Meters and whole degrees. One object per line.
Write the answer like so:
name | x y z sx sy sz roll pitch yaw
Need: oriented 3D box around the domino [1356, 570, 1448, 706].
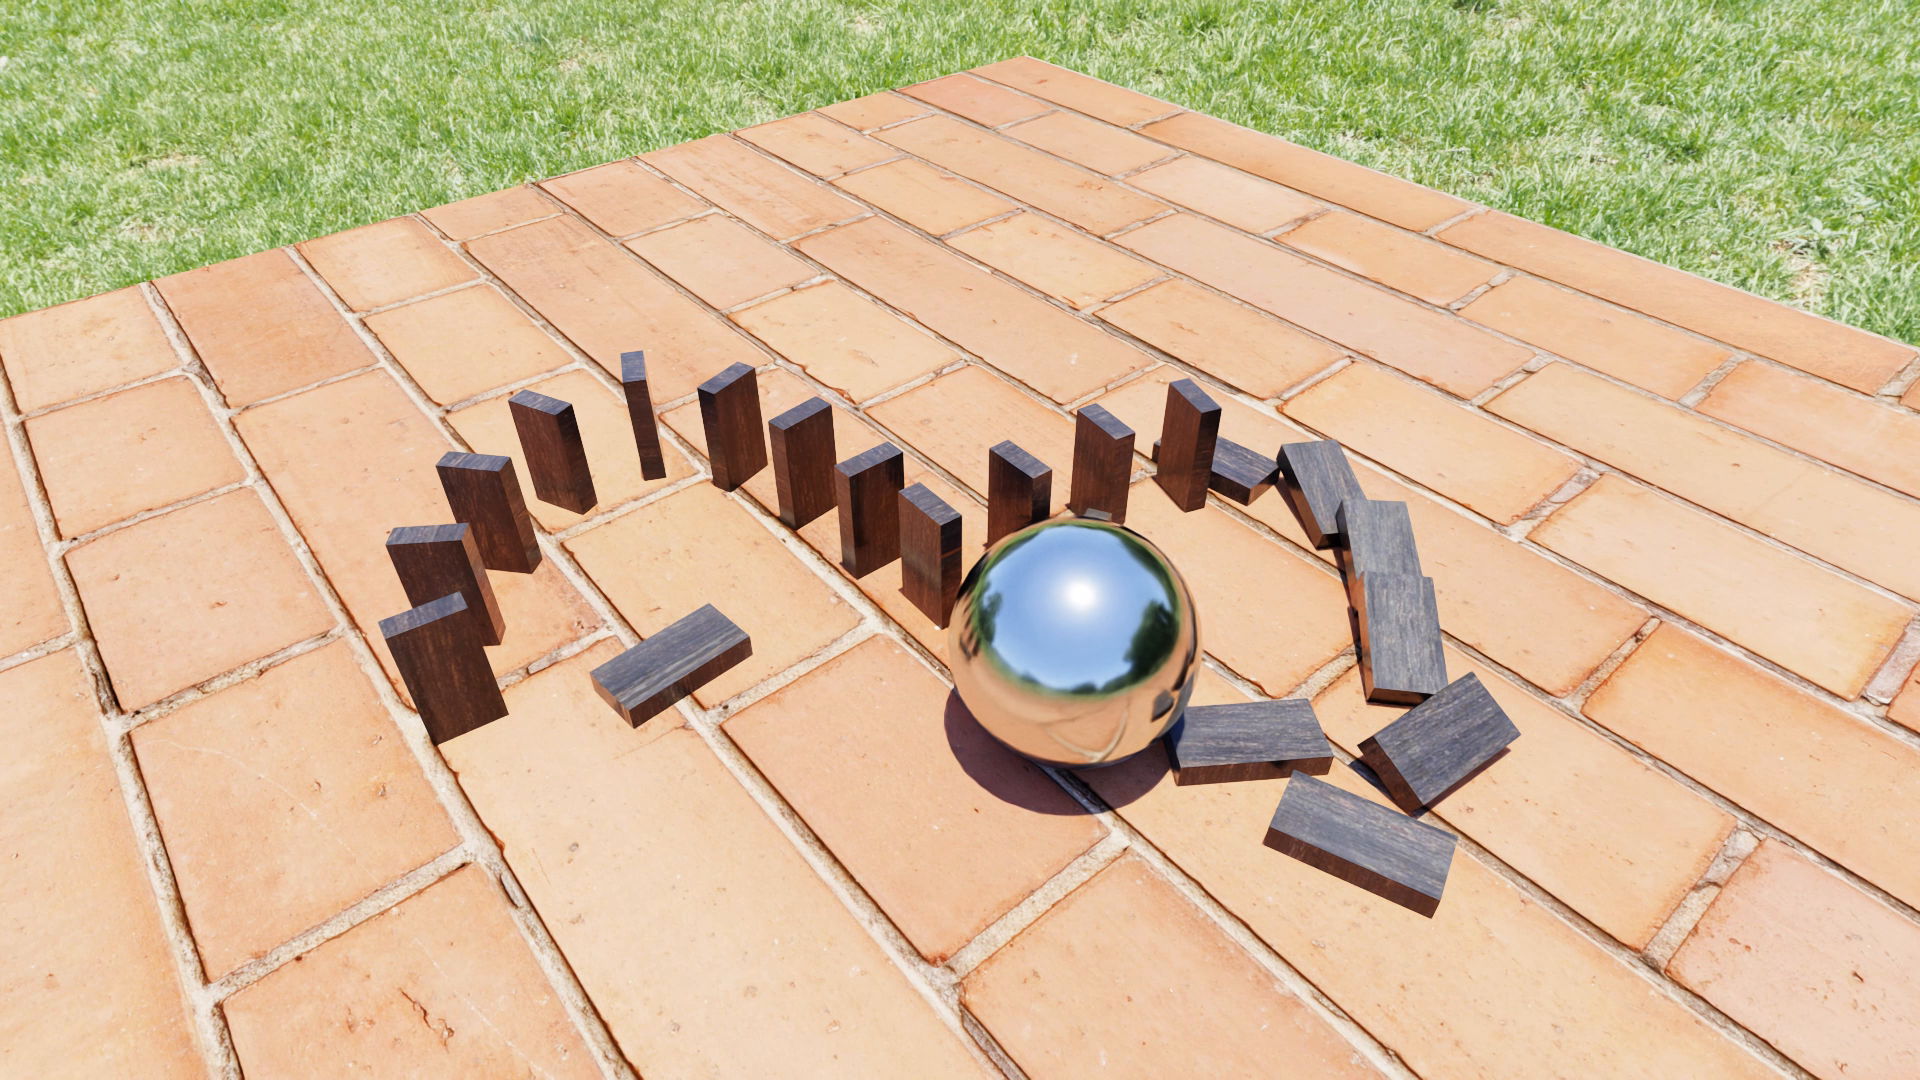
domino | 0.157 0.035 0.392 0.025 0.010 0.050 5 52 6

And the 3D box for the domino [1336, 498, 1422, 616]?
domino | 0.163 0.007 0.426 0.025 0.010 0.050 3 53 3

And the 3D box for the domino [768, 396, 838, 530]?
domino | -0.063 -0.031 0.449 0.010 0.050 0.025 30 48 31

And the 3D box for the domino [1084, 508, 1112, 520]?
domino | 0.045 0.013 0.415 0.010 0.025 0.050 14 41 17

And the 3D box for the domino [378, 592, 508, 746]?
domino | -0.168 0.043 0.359 0.025 0.050 0.009 -24 45 -26

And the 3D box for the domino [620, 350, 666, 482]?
domino | -0.137 -0.054 0.477 0.009 0.050 0.025 -10 40 -12

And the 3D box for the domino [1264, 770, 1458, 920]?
domino | 0.121 0.091 0.332 0.050 0.010 0.025 20 44 23

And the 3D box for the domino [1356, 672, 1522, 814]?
domino | 0.156 0.065 0.357 0.050 0.010 0.025 -23 70 -26

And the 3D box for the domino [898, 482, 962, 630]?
domino | -0.011 0.006 0.404 0.009 0.050 0.025 -26 46 -28

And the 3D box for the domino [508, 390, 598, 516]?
domino | -0.168 -0.036 0.455 0.025 0.050 0.010 18 42 20

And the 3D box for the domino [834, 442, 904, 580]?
domino | -0.034 -0.011 0.425 0.025 0.050 0.009 -28 47 -30

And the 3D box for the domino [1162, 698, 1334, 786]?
domino | 0.094 0.066 0.362 0.050 0.010 0.025 -3 39 -4

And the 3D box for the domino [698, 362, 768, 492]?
domino | -0.097 -0.048 0.470 0.010 0.050 0.025 22 44 25

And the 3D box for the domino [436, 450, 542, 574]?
domino | -0.181 -0.010 0.424 0.025 0.050 0.010 6 40 7

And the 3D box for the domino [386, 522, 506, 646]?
domino | -0.182 0.017 0.390 0.025 0.050 0.009 -4 39 -5

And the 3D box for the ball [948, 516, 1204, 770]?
ball | 0.036 0.032 0.349 0.080 0.080 0.080 0 39 0

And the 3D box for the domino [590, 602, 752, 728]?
domino | -0.102 0.044 0.390 0.025 0.009 0.050 32 49 33

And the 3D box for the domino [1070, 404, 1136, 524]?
domino | 0.057 -0.027 0.445 0.010 0.050 0.025 -21 44 -24

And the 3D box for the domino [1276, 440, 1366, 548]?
domino | 0.153 -0.020 0.460 0.025 0.009 0.050 -6 52 -7

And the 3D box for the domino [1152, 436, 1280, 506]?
domino | 0.113 -0.034 0.485 0.050 0.010 0.025 31 48 32

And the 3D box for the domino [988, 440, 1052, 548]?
domino | 0.023 -0.011 0.425 0.009 0.050 0.025 -27 47 -29

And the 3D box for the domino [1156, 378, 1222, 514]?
domino | 0.095 -0.039 0.459 0.009 0.050 0.025 -14 41 -17
